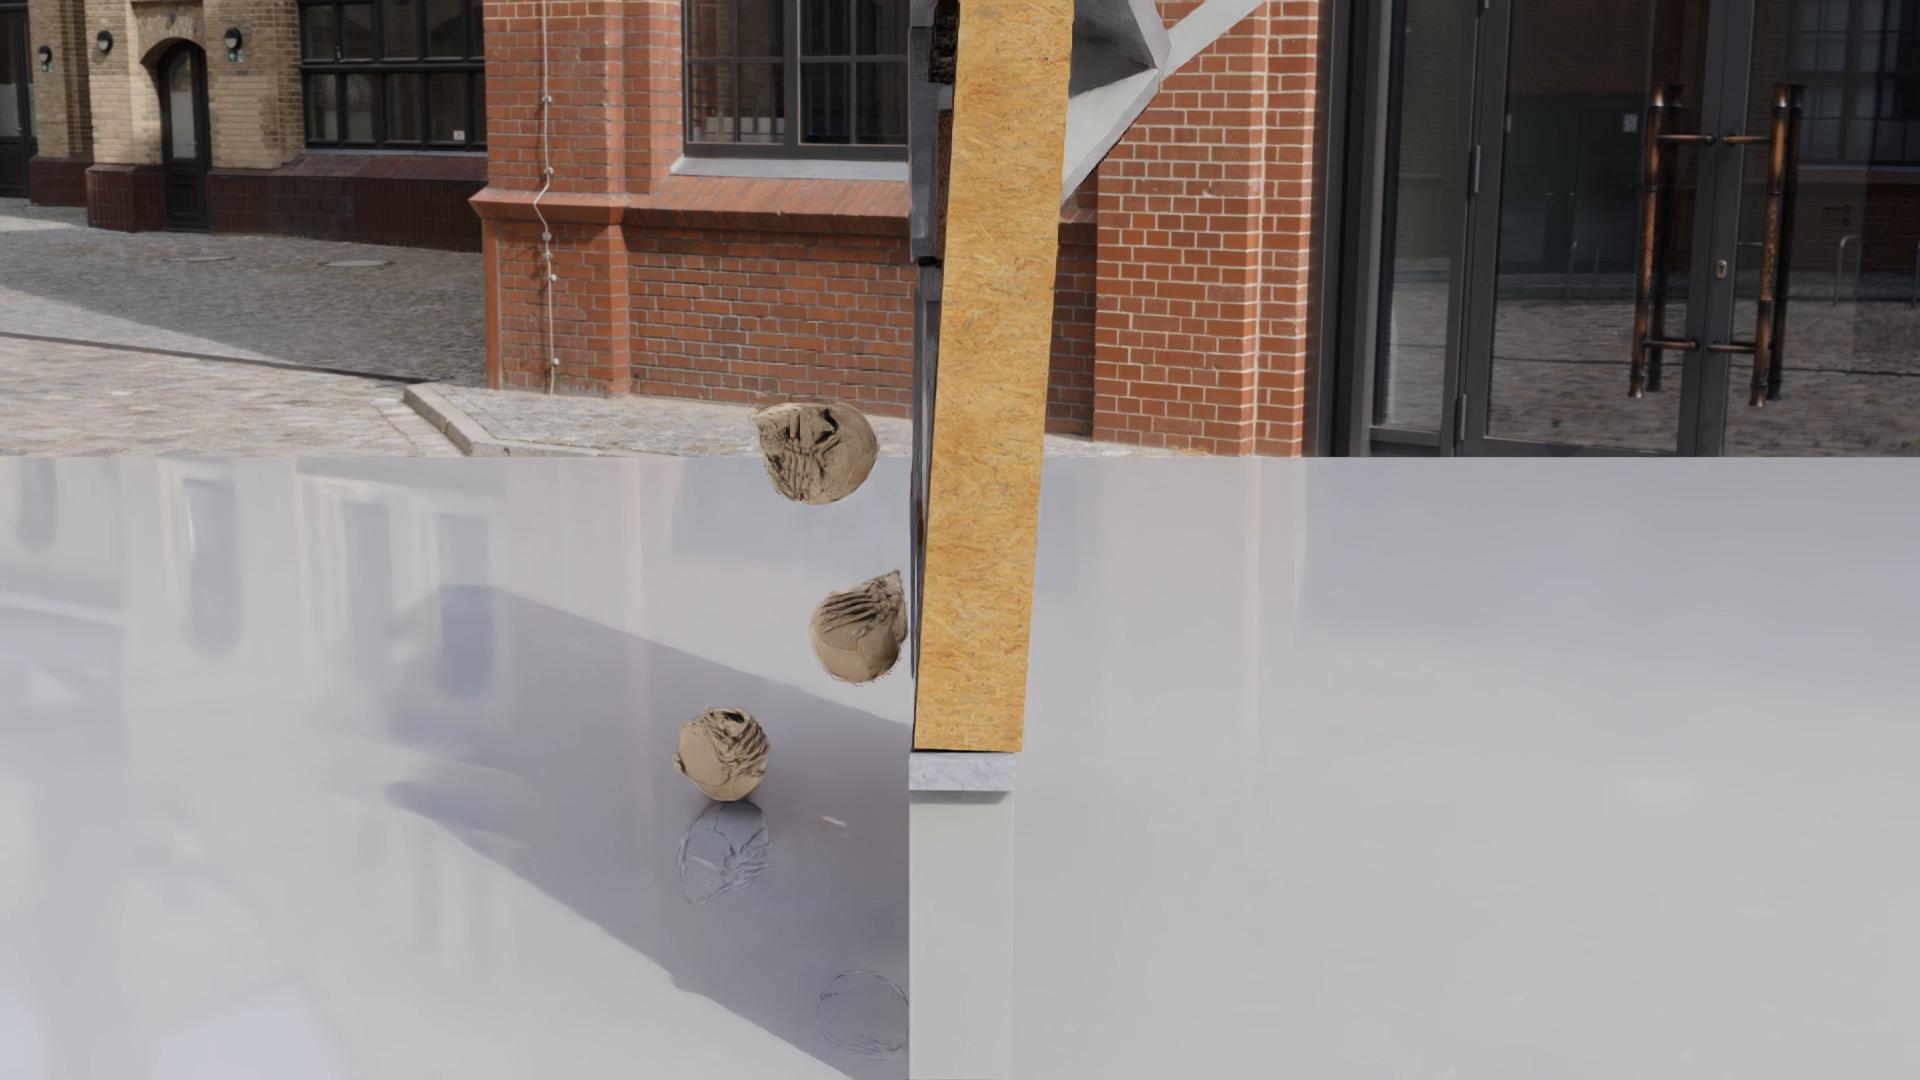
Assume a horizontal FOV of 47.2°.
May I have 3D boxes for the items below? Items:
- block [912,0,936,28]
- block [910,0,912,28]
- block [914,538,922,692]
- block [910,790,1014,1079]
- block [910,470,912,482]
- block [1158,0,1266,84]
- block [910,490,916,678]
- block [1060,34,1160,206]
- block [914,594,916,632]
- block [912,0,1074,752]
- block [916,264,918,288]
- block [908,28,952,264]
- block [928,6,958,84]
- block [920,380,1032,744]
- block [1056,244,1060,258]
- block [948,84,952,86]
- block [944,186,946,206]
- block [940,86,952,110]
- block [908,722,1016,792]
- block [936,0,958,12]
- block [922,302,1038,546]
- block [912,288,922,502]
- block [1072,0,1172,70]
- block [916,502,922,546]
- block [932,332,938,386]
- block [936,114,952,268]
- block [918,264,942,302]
[{"bbox_3d":[0.013,-0.838,3.530,0.179,0.051,0.358,0,9,-1],"label":"block"},{"bbox_3d":[-0.008,-1.022,4.010,0.165,0.330,0.047,-1,31,-1],"label":"block"},{"bbox_3d":[0.002,0.180,3.567,0.149,0.367,0.042,0,11,-2],"label":"block"},{"bbox_3d":[0.002,0.522,2.836,0.133,0.438,0.038,0,10,0],"label":"block"},{"bbox_3d":[-0.003,-0.127,3.931,0.164,0.046,0.328,0,10,0],"label":"block"},{"bbox_3d":[0.211,-0.625,3.096,0.512,0.049,0.174,-38,8,-4],"label":"block"},{"bbox_3d":[-0.005,0.077,3.860,0.164,0.328,0.046,0,11,0],"label":"block"},{"bbox_3d":[0.131,-0.542,2.865,0.137,0.039,0.274,28,60,19],"label":"block"},{"bbox_3d":[-0.002,0.111,3.756,0.149,0.299,0.042,0,11,-1],"label":"block"},{"bbox_3d":[0.040,-0.220,2.722,0.137,0.979,0.039,3,9,-5],"label":"block"},{"bbox_3d":[-0.001,-0.691,4.232,0.165,1.137,0.047,0,10,0],"label":"block"},{"bbox_3d":[0.011,-0.612,3.422,0.179,0.358,0.051,0,-5,-6],"label":"block"},{"bbox_3d":[0.059,-0.833,3.198,0.174,0.347,0.049,5,13,-8],"label":"block"},{"bbox_3d":[0.025,0.033,3.012,0.152,0.496,0.043,3,12,1],"label":"block"},{"bbox_3d":[0.088,-0.432,3.108,0.082,0.023,0.165,10,21,-9],"label":"block"},{"bbox_3d":[0.051,-0.847,3.267,0.104,0.350,0.029,4,23,-7],"label":"block"},{"bbox_3d":[0.036,-0.373,2.803,0.098,0.196,0.028,-1,-30,-6],"label":"block"},{"bbox_3d":[0.048,-0.654,3.281,0.117,0.033,0.233,3,11,-11],"label":"block"},{"bbox_3d":[0.003,0.271,2.880,0.133,0.038,0.265,1,10,0],"label":"block"},{"bbox_3d":[0.068,-0.862,3.024,0.174,0.347,0.049,8,-30,-7],"label":"block"},{"bbox_3d":[0.031,-0.183,3.424,0.174,0.384,0.049,-1,5,-8],"label":"block"},{"bbox_3d":[0.010,-0.238,3.622,0.174,0.348,0.049,1,13,-1],"label":"block"},{"bbox_3d":[0.180,-0.692,2.813,0.137,0.039,0.274,26,-4,19],"label":"block"},{"bbox_3d":[0.003,-0.039,3.624,0.149,0.042,0.299,0,11,-2],"label":"block"},{"bbox_3d":[0.039,-0.250,3.055,0.152,0.043,0.304,2,11,-1],"label":"block"},{"bbox_3d":[0.025,-0.529,3.333,0.117,0.233,0.033,1,-12,0],"label":"block"},{"bbox_3d":[0.021,-0.414,3.473,0.174,0.049,0.348,1,10,-2],"label":"block"}]
